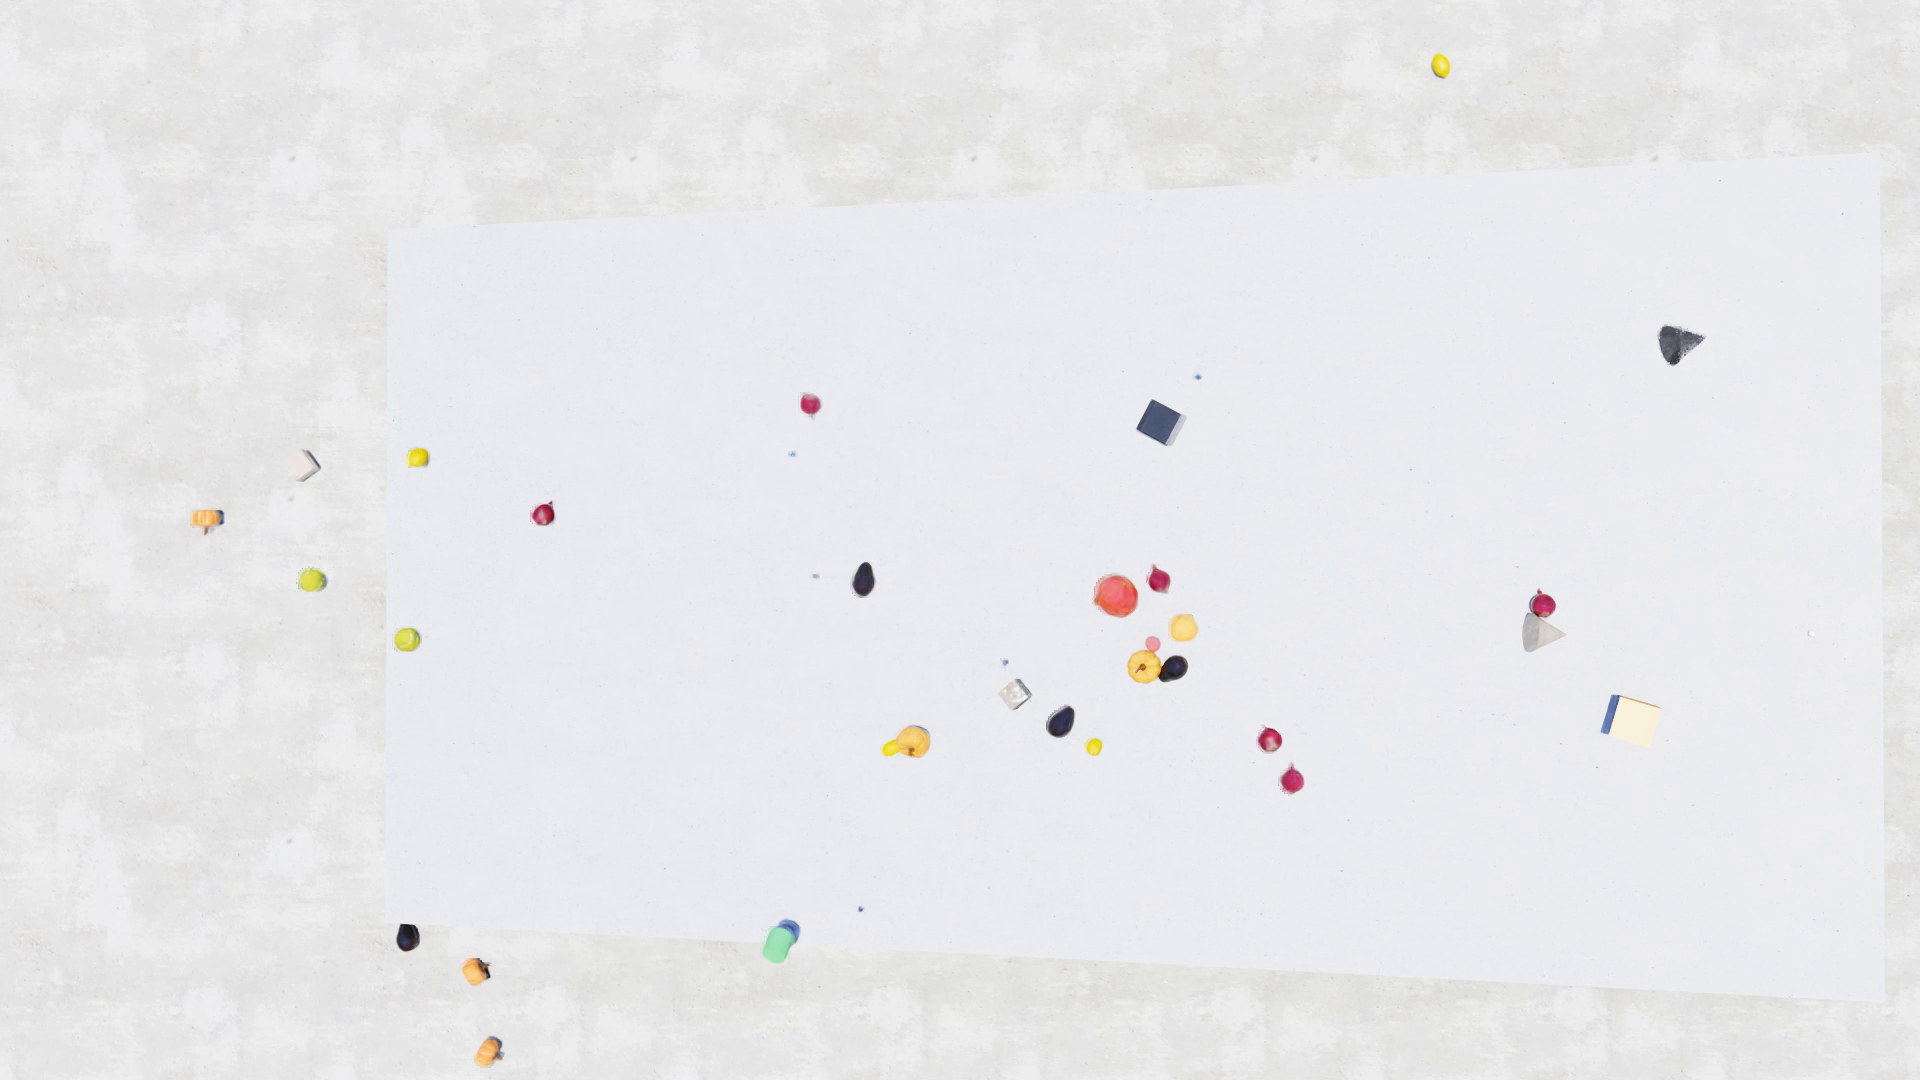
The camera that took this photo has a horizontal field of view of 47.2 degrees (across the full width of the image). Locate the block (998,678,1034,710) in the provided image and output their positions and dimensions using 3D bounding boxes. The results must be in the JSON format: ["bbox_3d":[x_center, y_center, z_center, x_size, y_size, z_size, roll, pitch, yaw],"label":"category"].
[{"bbox_3d":[0.145,0.405,5.759,0.058,0.058,0.058,-41,78,12],"label":"block"}]

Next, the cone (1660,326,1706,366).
[{"bbox_3d":[1.752,-0.478,5.289,0.098,0.098,0.098,-13,89,-10],"label":"cone"}]

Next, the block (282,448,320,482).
[{"bbox_3d":[-1.920,-0.217,6.410,0.067,0.067,0.067,-36,89,0],"label":"block"}]

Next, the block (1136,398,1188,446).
[{"bbox_3d":[0.518,-0.301,5.641,0.087,0.087,0.087,30,98,15],"label":"block"}]

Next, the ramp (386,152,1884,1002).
[{"bbox_3d":[0.273,0.094,5.808,4.000,0.100,2.000,0,89,17],"label":"ramp"}]

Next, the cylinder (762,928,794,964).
[{"bbox_3d":[-0.482,1.074,5.827,0.066,0.066,0.066,23,46,0],"label":"cylinder"}]

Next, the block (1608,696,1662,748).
[{"bbox_3d":[1.623,0.436,5.287,0.097,0.097,0.097,17,94,17],"label":"block"}]
